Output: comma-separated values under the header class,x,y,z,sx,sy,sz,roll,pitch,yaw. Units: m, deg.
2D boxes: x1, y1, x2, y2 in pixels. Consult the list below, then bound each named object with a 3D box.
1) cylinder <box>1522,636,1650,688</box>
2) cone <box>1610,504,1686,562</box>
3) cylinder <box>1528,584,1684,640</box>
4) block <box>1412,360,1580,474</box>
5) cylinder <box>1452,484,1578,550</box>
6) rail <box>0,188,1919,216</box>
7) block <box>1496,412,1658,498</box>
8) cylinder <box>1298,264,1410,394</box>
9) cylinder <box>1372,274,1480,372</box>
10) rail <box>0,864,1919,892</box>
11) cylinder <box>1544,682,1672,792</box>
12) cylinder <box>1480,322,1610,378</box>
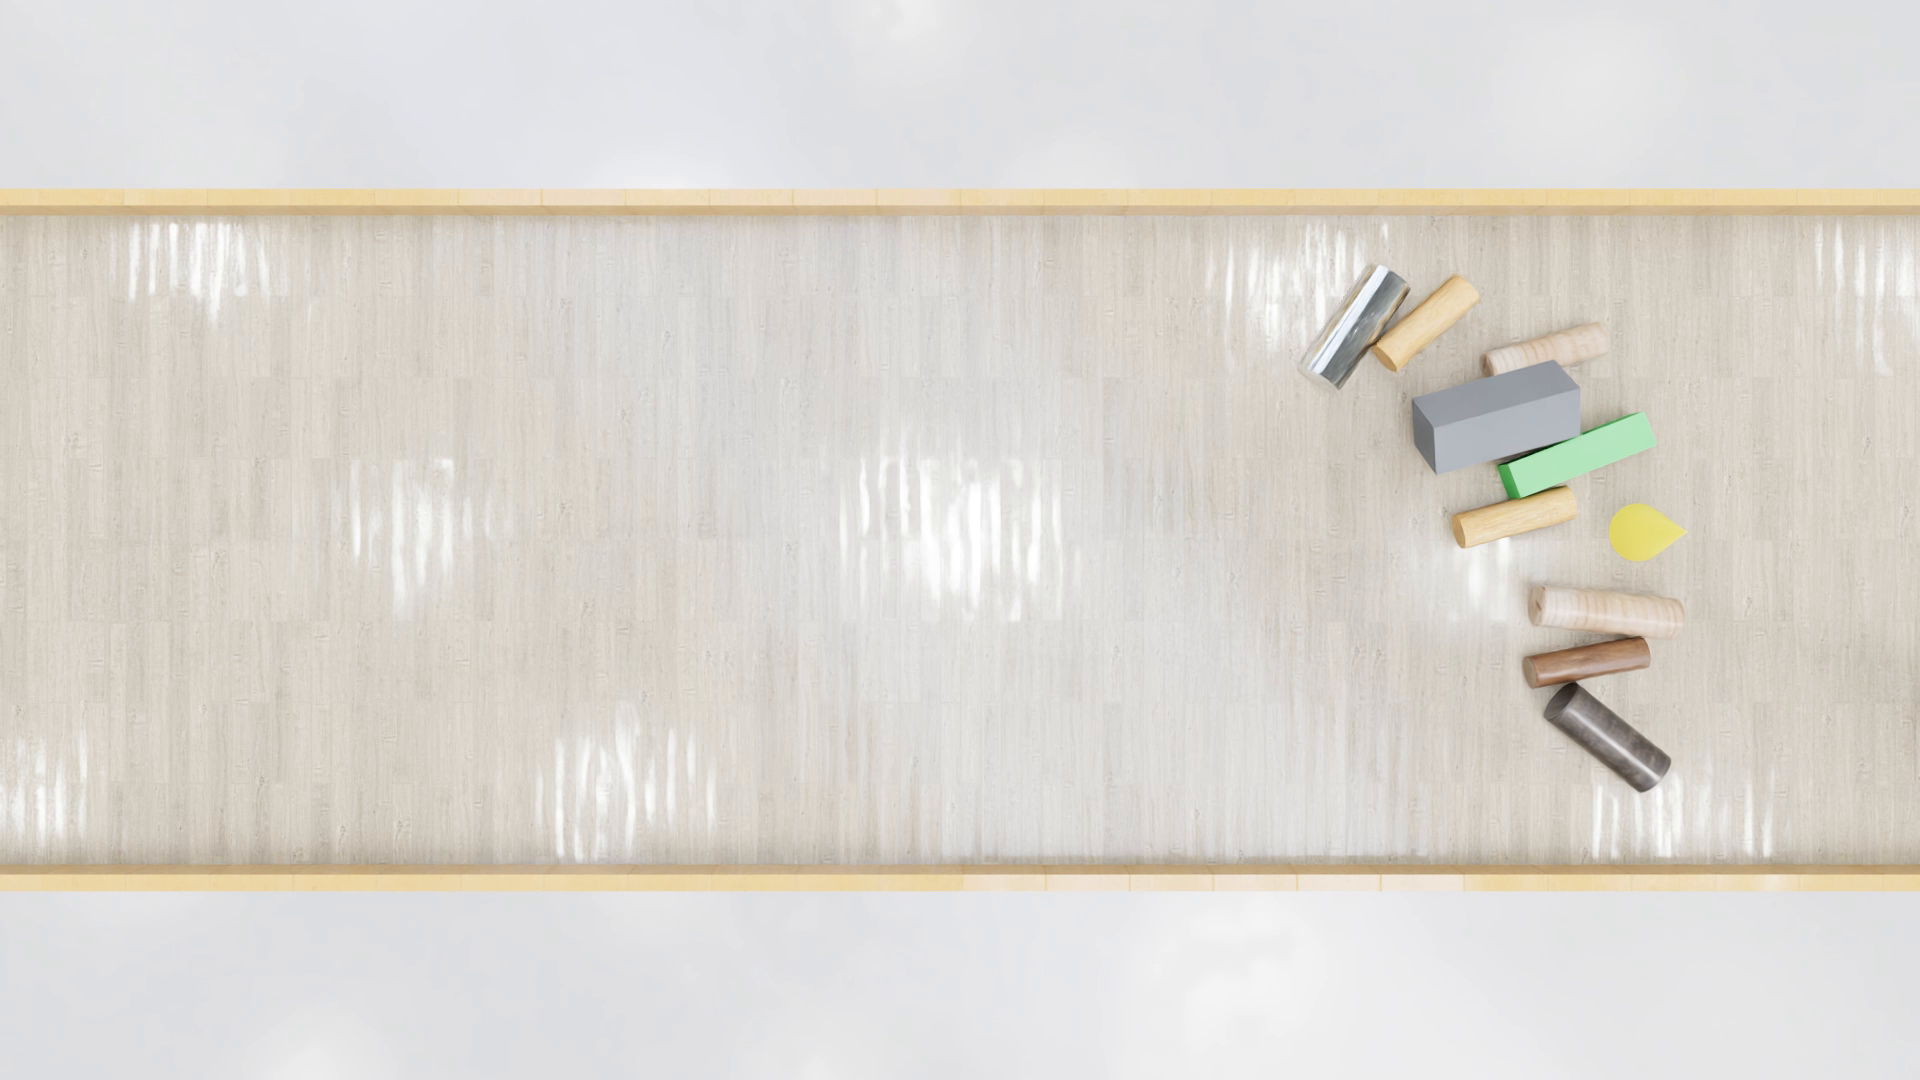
class,x,y,z,sx,sy,sz,roll,pitch,yaw
cylinder,1.909,0.373,5.026,0.354,0.101,0.101,-10,90,0
cone,2.087,-0.023,4.903,0.180,0.347,0.180,0,90,0
cylinder,1.963,0.219,5.014,0.425,0.125,0.125,6,90,0
block,1.609,-0.370,4.956,0.446,0.173,0.173,-15,126,0
cylinder,1.687,-0.070,5.023,0.350,0.108,0.108,-15,90,0
rail,-2.247,-1.025,5.002,12.000,0.150,0.050,0,90,0
block,1.876,-0.257,5.022,0.440,0.109,0.109,-21,90,0
cylinder,1.196,-0.641,5.002,0.147,0.147,0.376,35,90,0
cylinder,1.417,-0.659,5.021,0.329,0.111,0.111,-41,90,0
rail,-2.247,1.025,5.001,12.000,0.150,0.050,0,90,0
cylinder,1.963,0.598,5.005,0.360,0.144,0.144,38,90,0
cylinder,1.780,-0.566,5.023,0.361,0.106,0.106,-16,90,0
